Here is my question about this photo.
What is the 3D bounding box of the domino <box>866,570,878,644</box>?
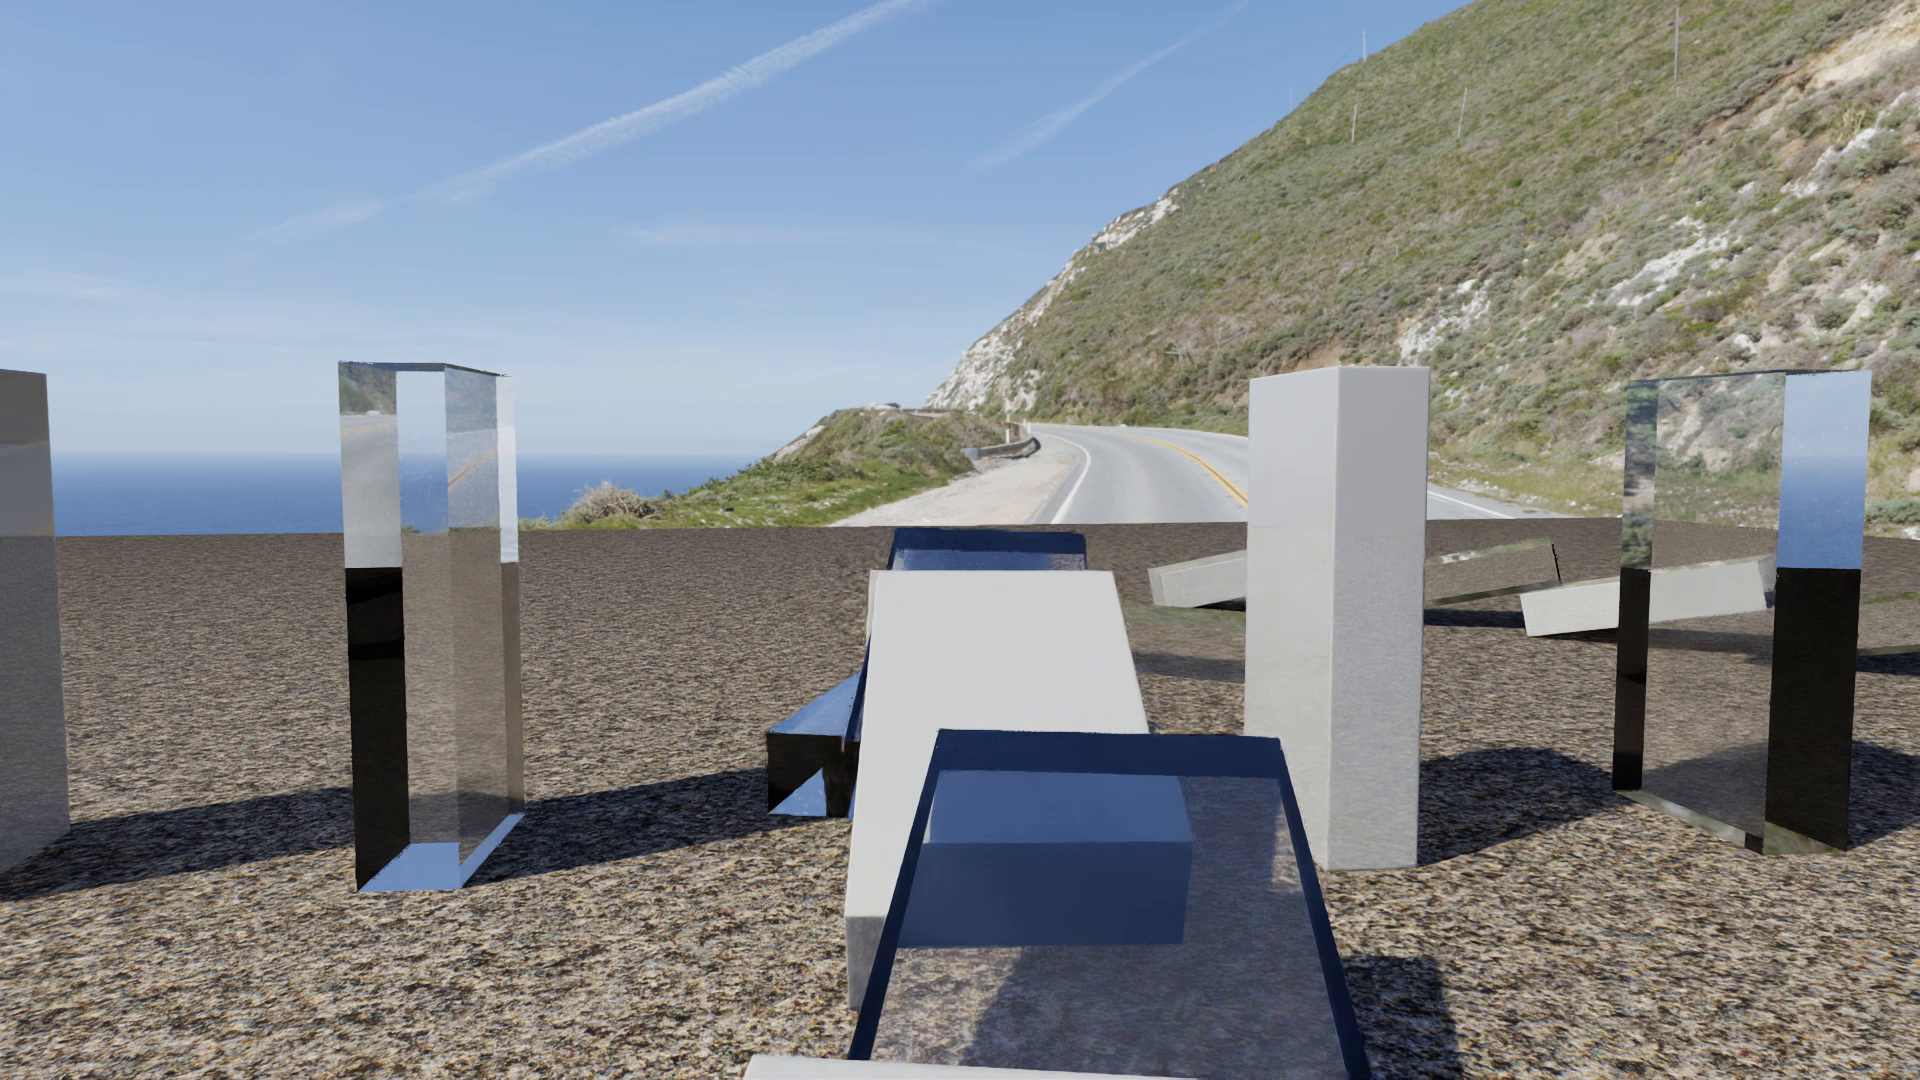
[{"bbox_3d":[-0.001,0.015,0.200,0.025,0.010,0.050,3,-13,-2],"label":"domino"}]

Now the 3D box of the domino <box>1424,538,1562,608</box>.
[{"bbox_3d":[0.116,0.009,0.308,0.050,0.009,0.025,-12,-1,23],"label":"domino"}]

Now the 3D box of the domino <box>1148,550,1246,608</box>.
[{"bbox_3d":[0.075,0.008,0.327,0.050,0.010,0.025,-11,1,1],"label":"domino"}]

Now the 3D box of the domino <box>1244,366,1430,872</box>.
[{"bbox_3d":[0.040,0.007,0.139,0.009,0.050,0.025,0,4,-6],"label":"domino"}]

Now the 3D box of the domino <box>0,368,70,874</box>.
[{"bbox_3d":[-0.100,0.008,0.126,0.009,0.050,0.025,-1,4,-11],"label":"domino"}]

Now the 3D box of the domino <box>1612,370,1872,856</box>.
[{"bbox_3d":[0.086,0.007,0.144,0.009,0.050,0.025,-1,4,-7],"label":"domino"}]

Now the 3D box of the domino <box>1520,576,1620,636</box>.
[{"bbox_3d":[0.151,0.012,0.277,0.050,0.009,0.025,-12,-4,40],"label":"domino"}]

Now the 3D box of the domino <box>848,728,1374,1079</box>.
[{"bbox_3d":[0.008,0.027,0.073,0.025,0.010,0.050,0,18,6],"label":"domino"}]

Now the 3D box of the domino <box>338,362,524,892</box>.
[{"bbox_3d":[-0.054,0.008,0.133,0.009,0.050,0.025,0,4,-5],"label":"domino"}]

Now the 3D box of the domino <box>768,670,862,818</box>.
[{"bbox_3d":[-0.005,0.025,0.170,0.025,0.010,0.050,1,4,11],"label":"domino"}]

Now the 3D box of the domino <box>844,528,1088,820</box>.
[{"bbox_3d":[0.003,0.014,0.150,0.025,0.010,0.050,2,25,3],"label":"domino"}]

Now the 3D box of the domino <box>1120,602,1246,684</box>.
[{"bbox_3d":[0.038,0.019,0.250,0.050,0.010,0.025,3,5,33],"label":"domino"}]

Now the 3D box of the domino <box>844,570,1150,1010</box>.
[{"bbox_3d":[0.004,0.019,0.117,0.025,0.009,0.050,0,28,-1],"label":"domino"}]

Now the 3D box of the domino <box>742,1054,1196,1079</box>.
[{"bbox_3d":[0.002,0.031,0.025,0.025,0.009,0.050,0,16,6],"label":"domino"}]

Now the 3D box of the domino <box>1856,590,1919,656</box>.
[{"bbox_3d":[0.182,0.015,0.240,0.025,0.010,0.050,-4,-6,-43],"label":"domino"}]
